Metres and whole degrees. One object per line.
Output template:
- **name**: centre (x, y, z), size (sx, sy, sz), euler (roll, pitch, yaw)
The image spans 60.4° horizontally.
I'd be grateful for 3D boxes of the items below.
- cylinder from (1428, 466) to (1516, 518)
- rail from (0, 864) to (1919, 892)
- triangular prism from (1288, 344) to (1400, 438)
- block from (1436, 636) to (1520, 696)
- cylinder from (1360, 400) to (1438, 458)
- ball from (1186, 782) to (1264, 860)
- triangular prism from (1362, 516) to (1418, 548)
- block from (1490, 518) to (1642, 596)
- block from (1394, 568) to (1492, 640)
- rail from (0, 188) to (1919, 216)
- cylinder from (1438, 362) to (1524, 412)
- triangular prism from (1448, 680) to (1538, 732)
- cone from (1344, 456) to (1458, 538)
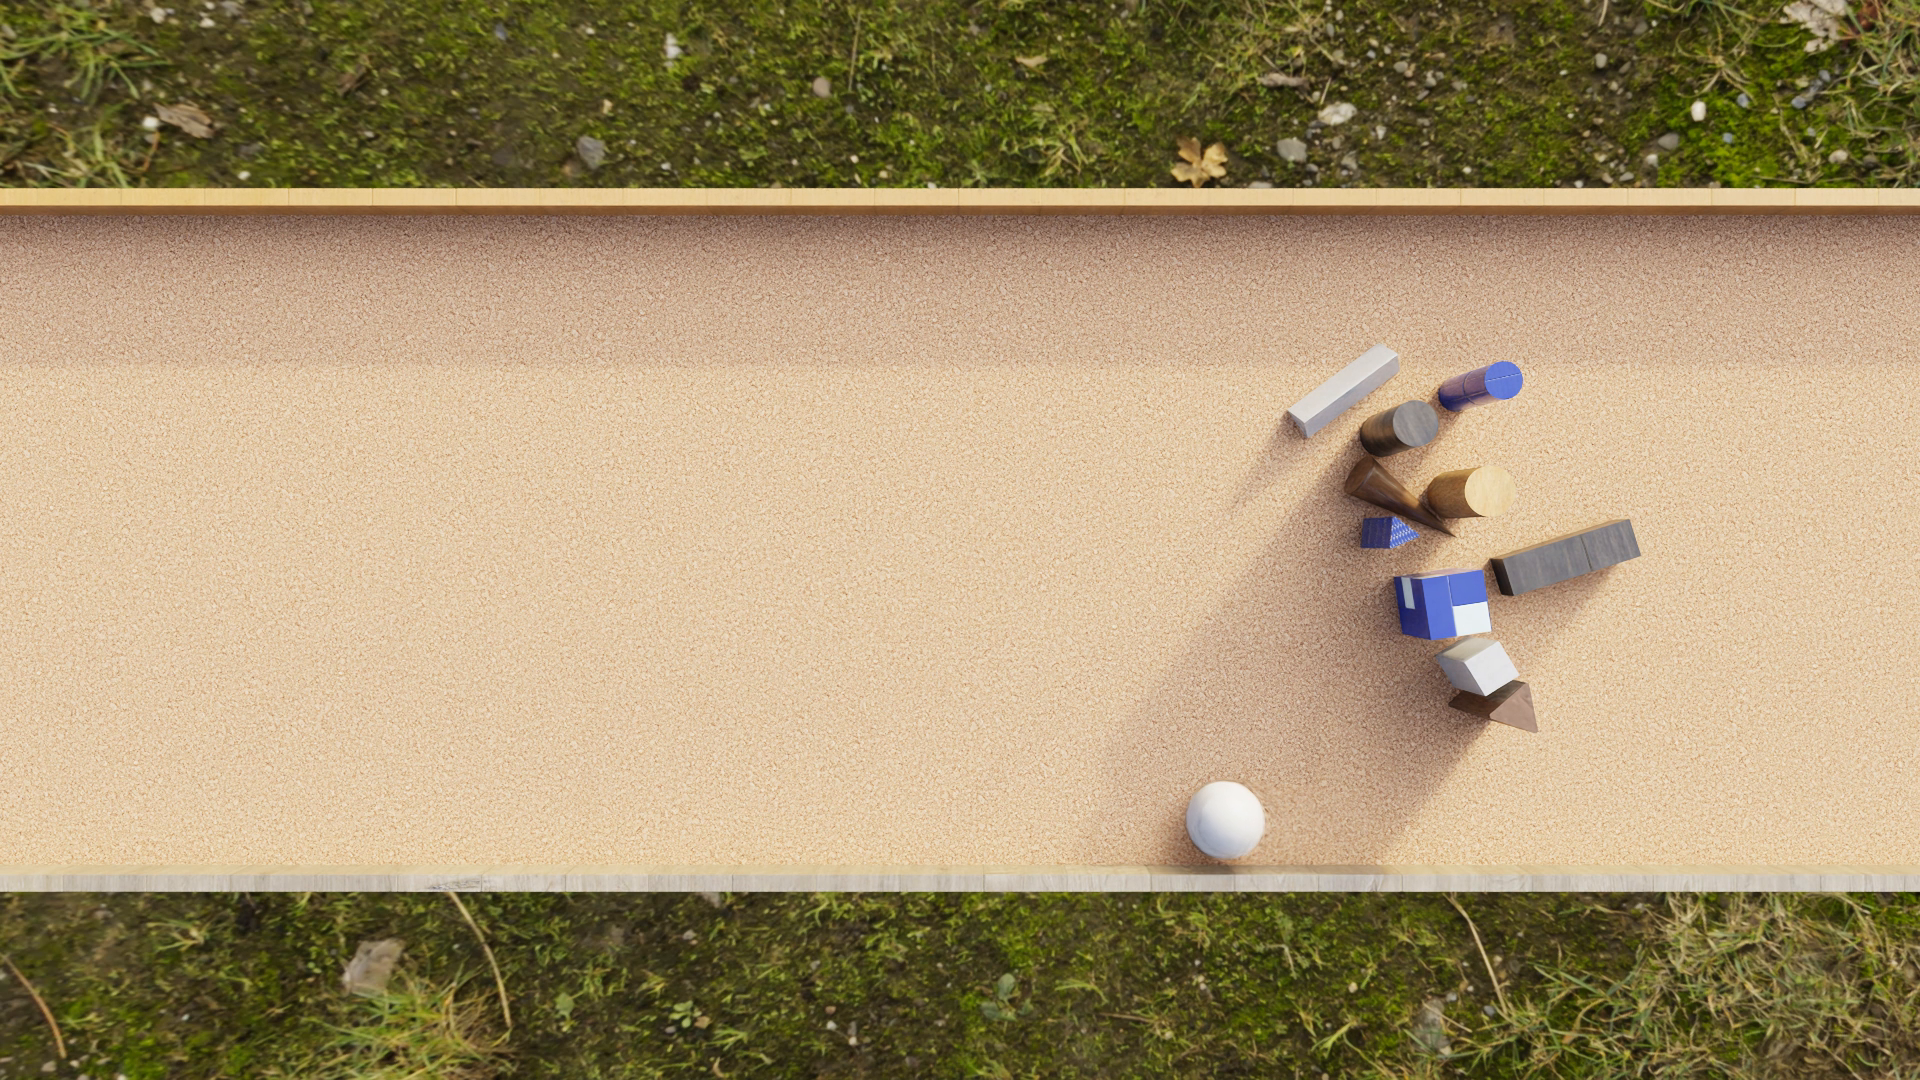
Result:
- **cylinder**: centre (1.511, -0.139, 4.889), size (0.145, 0.376, 0.145), euler (0, 90, 0)
- **rail**: centre (-2.247, 1.025, 5.001), size (12.000, 0.150, 0.050), euler (0, 90, 0)
- **triangular prism**: centre (1.179, -0.460, 5.028), size (0.350, 0.093, 0.107), euler (-36, 90, 0)
- **block**: centre (1.539, 0.373, 4.923), size (0.116, 0.307, 0.116), euler (-32, 90, 0)
- **cylinder**: centre (1.305, -0.329, 4.913), size (0.135, 0.319, 0.135), euler (0, 87, -3)
- **ball**: centre (0.799, 0.843, 4.960), size (0.233, 0.233, 0.233), euler (0, 90, 0)
- **triangular prism**: centre (1.260, -0.031, 4.903), size (0.091, 0.347, 0.079), euler (-24, 90, 0)
- **block**: centre (1.840, 0.053, 5.018), size (0.401, 0.118, 0.118), euler (-17, 90, 0)
- **block**: centre (1.436, 0.188, 4.920), size (0.179, 0.312, 0.179), euler (-9, 90, 0)
- **rail**: centre (-2.247, -1.025, 5.002), size (12.000, 0.150, 0.050), euler (0, 90, 0)
- **cylinder**: centre (1.526, -0.448, 4.852), size (0.108, 0.448, 0.108), euler (0, 90, 0)
- **triangular prism**: centre (1.598, 0.470, 4.898), size (0.147, 0.355, 0.127), euler (19, 89, -2)
- **cone**: centre (1.372, -0.102, 5.043), size (0.384, 0.135, 0.135), euler (31, 90, -10)
